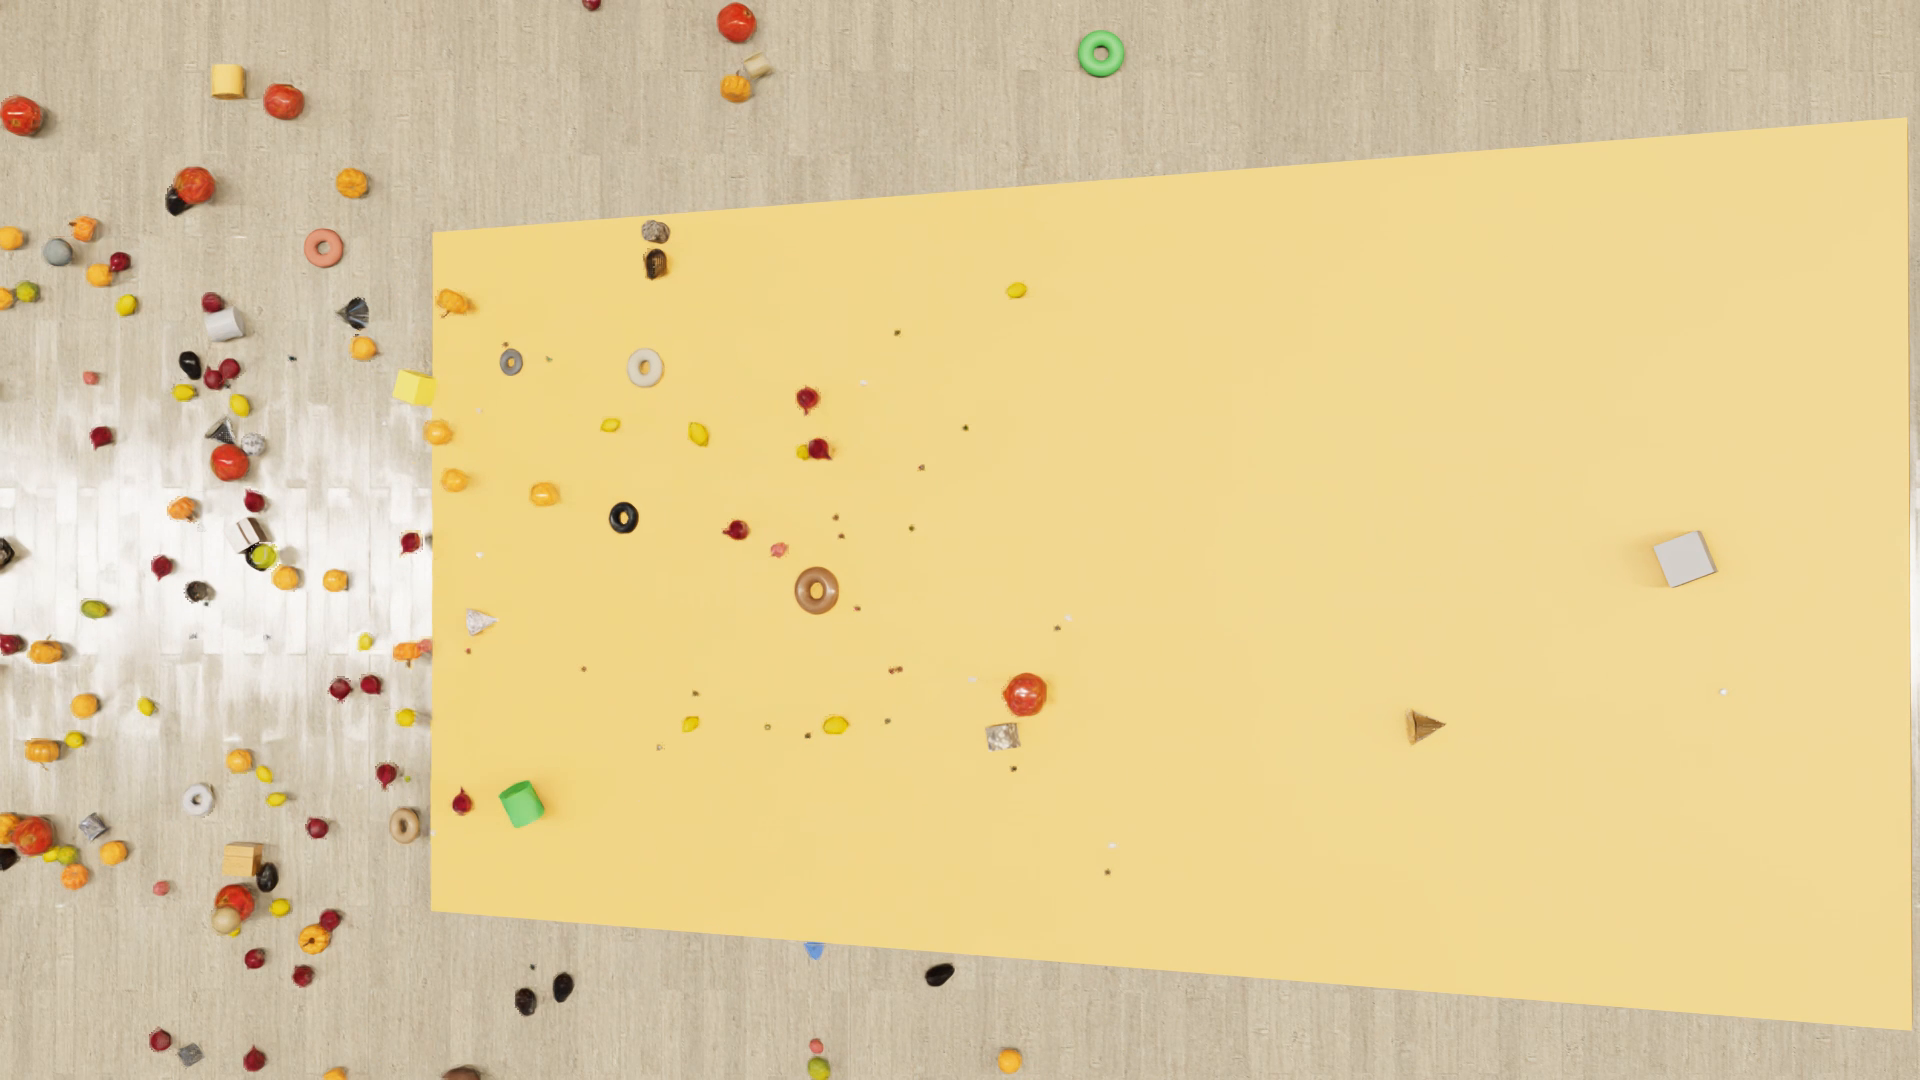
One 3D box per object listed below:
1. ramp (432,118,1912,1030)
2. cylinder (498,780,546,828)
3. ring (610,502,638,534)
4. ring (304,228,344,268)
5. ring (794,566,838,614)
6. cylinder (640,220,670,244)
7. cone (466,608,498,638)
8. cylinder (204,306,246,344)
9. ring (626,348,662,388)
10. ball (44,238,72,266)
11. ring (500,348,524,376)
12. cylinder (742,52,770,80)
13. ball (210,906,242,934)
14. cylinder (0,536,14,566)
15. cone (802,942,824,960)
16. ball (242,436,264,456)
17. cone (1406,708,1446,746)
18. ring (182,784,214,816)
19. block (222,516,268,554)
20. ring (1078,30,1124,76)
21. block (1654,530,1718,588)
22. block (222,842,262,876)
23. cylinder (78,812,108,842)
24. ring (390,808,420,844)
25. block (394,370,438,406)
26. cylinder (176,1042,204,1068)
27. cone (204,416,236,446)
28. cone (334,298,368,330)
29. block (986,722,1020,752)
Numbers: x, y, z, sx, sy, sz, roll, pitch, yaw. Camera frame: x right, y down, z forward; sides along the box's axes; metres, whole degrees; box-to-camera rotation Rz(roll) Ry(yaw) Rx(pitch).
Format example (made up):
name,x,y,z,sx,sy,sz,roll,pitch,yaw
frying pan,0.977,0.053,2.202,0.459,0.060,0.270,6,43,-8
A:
name,x,y,z,sx,sy,sz,roll,pitch,yaw
ramp,0.282,0.082,5.696,4.000,0.100,2.000,0,89,25
cylinder,-1.240,0.748,6.230,0.098,0.098,0.098,-24,105,0
ring,-0.946,-0.061,6.189,0.094,0.031,0.094,0,90,23
ring,-1.901,-0.872,6.567,0.118,0.039,0.118,0,89,1
ring,-0.386,0.136,5.923,0.131,0.044,0.131,0,89,23
cylinder,-0.850,-0.859,6.138,0.059,0.059,0.059,0,89,25
cone,-1.379,0.235,6.379,0.087,0.087,0.087,-6,89,-2
cylinder,-2.185,-0.639,6.540,0.087,0.087,0.087,-26,89,15
ring,-0.883,-0.482,6.161,0.113,0.038,0.113,0,90,24
ball,-2.669,-0.850,6.506,0.082,0.082,0.082,0,89,0
ring,-1.297,-0.515,6.358,0.078,0.026,0.078,0,91,24
cylinder,-0.606,-1.414,6.561,0.063,0.063,0.063,-26,89,0
ball,-2.144,1.110,6.422,0.084,0.084,0.084,0,89,0
cylinder,-2.875,0.043,6.525,0.092,0.092,0.092,-38,89,-3
cone,-0.445,1.211,6.549,0.057,0.057,0.057,21,89,27
ball,-2.105,-0.280,6.547,0.065,0.065,0.065,0,89,0
cone,1.116,0.441,5.233,0.089,0.089,0.089,-4,89,-2
ring,-2.267,0.773,6.541,0.097,0.032,0.097,-2,83,13
block,-2.123,-0.013,6.535,0.081,0.081,0.081,-29,89,0
ring,0.422,-1.454,6.570,0.140,0.047,0.140,0,88,1
block,1.639,0.044,4.965,0.100,0.100,0.100,-24,80,23
block,-2.128,0.946,6.521,0.087,0.087,0.087,4,89,0
cylinder,-2.576,0.853,6.534,0.061,0.061,0.061,-39,89,0
ring,-1.646,0.847,6.515,0.107,0.036,0.107,1,92,31
block,-1.600,-0.448,6.466,0.081,0.081,0.081,20,99,26
cylinder,-2.284,1.530,6.528,0.057,0.057,0.057,-33,88,0
cone,-2.189,-0.307,6.559,0.089,0.089,0.089,-42,116,0
cone,-1.834,-0.675,6.562,0.096,0.096,0.096,2,89,27
block,0.111,0.510,5.680,0.063,0.063,0.063,-12,85,24
